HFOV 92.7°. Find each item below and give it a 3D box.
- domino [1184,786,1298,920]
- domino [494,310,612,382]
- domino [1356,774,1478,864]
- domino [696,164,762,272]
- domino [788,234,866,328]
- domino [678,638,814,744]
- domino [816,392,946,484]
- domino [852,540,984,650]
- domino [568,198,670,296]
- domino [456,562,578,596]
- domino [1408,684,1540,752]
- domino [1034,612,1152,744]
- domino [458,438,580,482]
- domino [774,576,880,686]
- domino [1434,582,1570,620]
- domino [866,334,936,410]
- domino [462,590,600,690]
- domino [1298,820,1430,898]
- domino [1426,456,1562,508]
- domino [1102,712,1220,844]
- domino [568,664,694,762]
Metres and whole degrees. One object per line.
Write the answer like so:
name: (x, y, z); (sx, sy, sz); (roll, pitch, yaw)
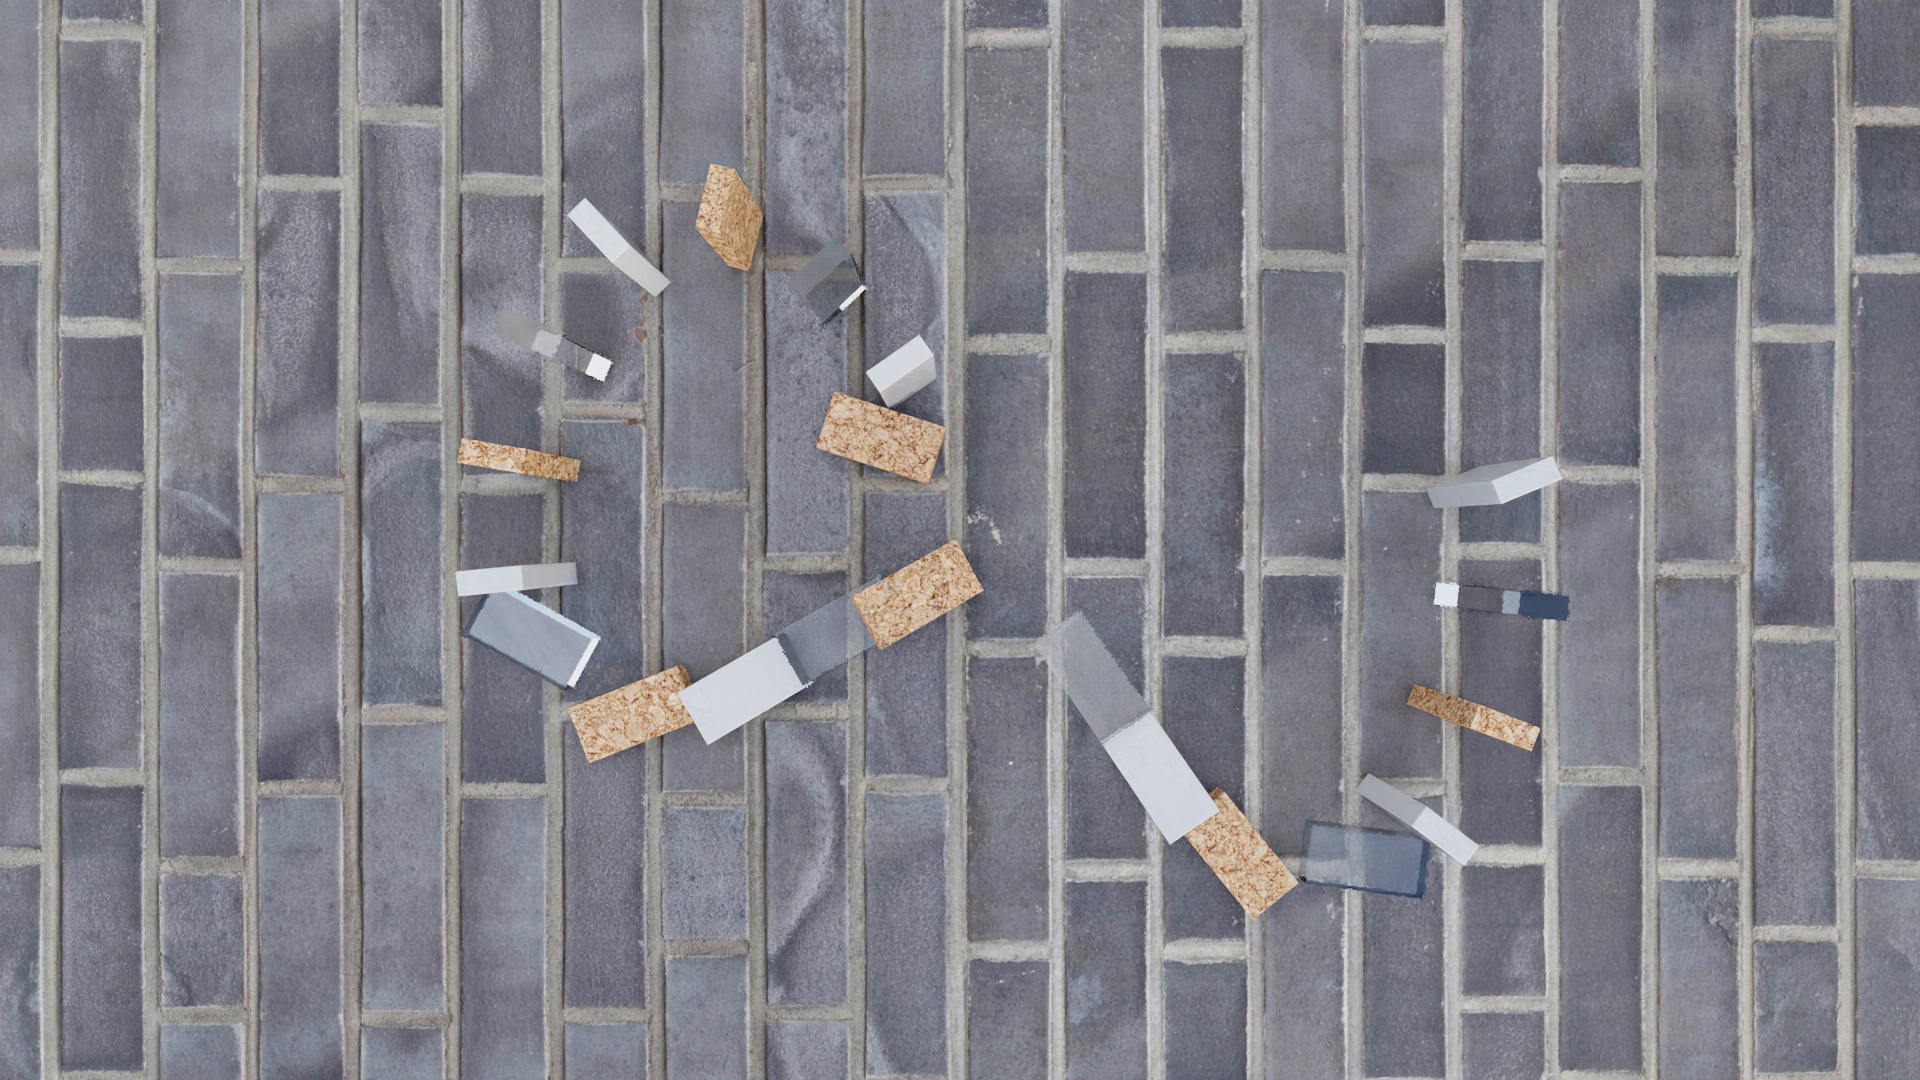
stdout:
domino: (0.119, 0.135, 0.395); (0.025, 0.010, 0.050); (-39, 90, 0)
domino: (-0.165, -0.079, 0.375); (0.025, 0.050, 0.009); (23, 90, 0)
domino: (0.186, 0.113, 0.375); (0.025, 0.050, 0.010); (37, 90, 0)
domino: (-0.094, -0.131, 0.375); (0.009, 0.050, 0.025); (14, 90, 0)
domino: (-0.054, -0.105, 0.375); (0.025, 0.050, 0.010); (-43, 90, 0)
domino: (-0.091, 0.063, 0.390); (0.050, 0.010, 0.025); (-30, 90, -11)
domino: (-0.034, -0.044, 0.395); (0.050, 0.009, 0.025); (18, 90, 0)
domino: (-0.018, 0.023, 0.389); (0.050, 0.009, 0.025); (-29, 90, -15)
domino: (-0.138, -0.118, 0.375); (0.009, 0.050, 0.025); (-43, 90, 0)
domino: (-0.180, 0.016, 0.375); (0.025, 0.050, 0.010); (-6, 90, 0)
domino: (0.208, 0.072, 0.375); (0.025, 0.050, 0.009); (21, 90, 0)
domino: (0.056, 0.059, 0.391); (0.025, 0.009, 0.050); (-34, 79, 0)
domino: (-0.179, -0.032, 0.375); (0.025, 0.050, 0.010); (10, 90, 0)
domino: (-0.051, 0.038, 0.390); (0.050, 0.010, 0.025); (-29, 90, -12)
domino: (0.220, 0.025, 0.375); (0.025, 0.050, 0.009); (7, 90, 0)
domino: (-0.023, -0.067, 0.375); (0.025, 0.050, 0.009); (-35, 90, 0)
domino: (-0.185, 0.041, 0.395); (0.050, 0.010, 0.025); (29, 90, 0)
domino: (0.174, 0.137, 0.395); (0.050, 0.009, 0.025); (7, 90, 0)
domino: (0.217, -0.023, 0.375); (0.025, 0.050, 0.009); (-22, 90, 0)
domino: (0.084, 0.100, 0.390); (0.025, 0.010, 0.050); (-34, 78, 0)
domino: (-0.139, 0.074, 0.395); (0.050, 0.009, 0.025); (-21, 90, 0)
